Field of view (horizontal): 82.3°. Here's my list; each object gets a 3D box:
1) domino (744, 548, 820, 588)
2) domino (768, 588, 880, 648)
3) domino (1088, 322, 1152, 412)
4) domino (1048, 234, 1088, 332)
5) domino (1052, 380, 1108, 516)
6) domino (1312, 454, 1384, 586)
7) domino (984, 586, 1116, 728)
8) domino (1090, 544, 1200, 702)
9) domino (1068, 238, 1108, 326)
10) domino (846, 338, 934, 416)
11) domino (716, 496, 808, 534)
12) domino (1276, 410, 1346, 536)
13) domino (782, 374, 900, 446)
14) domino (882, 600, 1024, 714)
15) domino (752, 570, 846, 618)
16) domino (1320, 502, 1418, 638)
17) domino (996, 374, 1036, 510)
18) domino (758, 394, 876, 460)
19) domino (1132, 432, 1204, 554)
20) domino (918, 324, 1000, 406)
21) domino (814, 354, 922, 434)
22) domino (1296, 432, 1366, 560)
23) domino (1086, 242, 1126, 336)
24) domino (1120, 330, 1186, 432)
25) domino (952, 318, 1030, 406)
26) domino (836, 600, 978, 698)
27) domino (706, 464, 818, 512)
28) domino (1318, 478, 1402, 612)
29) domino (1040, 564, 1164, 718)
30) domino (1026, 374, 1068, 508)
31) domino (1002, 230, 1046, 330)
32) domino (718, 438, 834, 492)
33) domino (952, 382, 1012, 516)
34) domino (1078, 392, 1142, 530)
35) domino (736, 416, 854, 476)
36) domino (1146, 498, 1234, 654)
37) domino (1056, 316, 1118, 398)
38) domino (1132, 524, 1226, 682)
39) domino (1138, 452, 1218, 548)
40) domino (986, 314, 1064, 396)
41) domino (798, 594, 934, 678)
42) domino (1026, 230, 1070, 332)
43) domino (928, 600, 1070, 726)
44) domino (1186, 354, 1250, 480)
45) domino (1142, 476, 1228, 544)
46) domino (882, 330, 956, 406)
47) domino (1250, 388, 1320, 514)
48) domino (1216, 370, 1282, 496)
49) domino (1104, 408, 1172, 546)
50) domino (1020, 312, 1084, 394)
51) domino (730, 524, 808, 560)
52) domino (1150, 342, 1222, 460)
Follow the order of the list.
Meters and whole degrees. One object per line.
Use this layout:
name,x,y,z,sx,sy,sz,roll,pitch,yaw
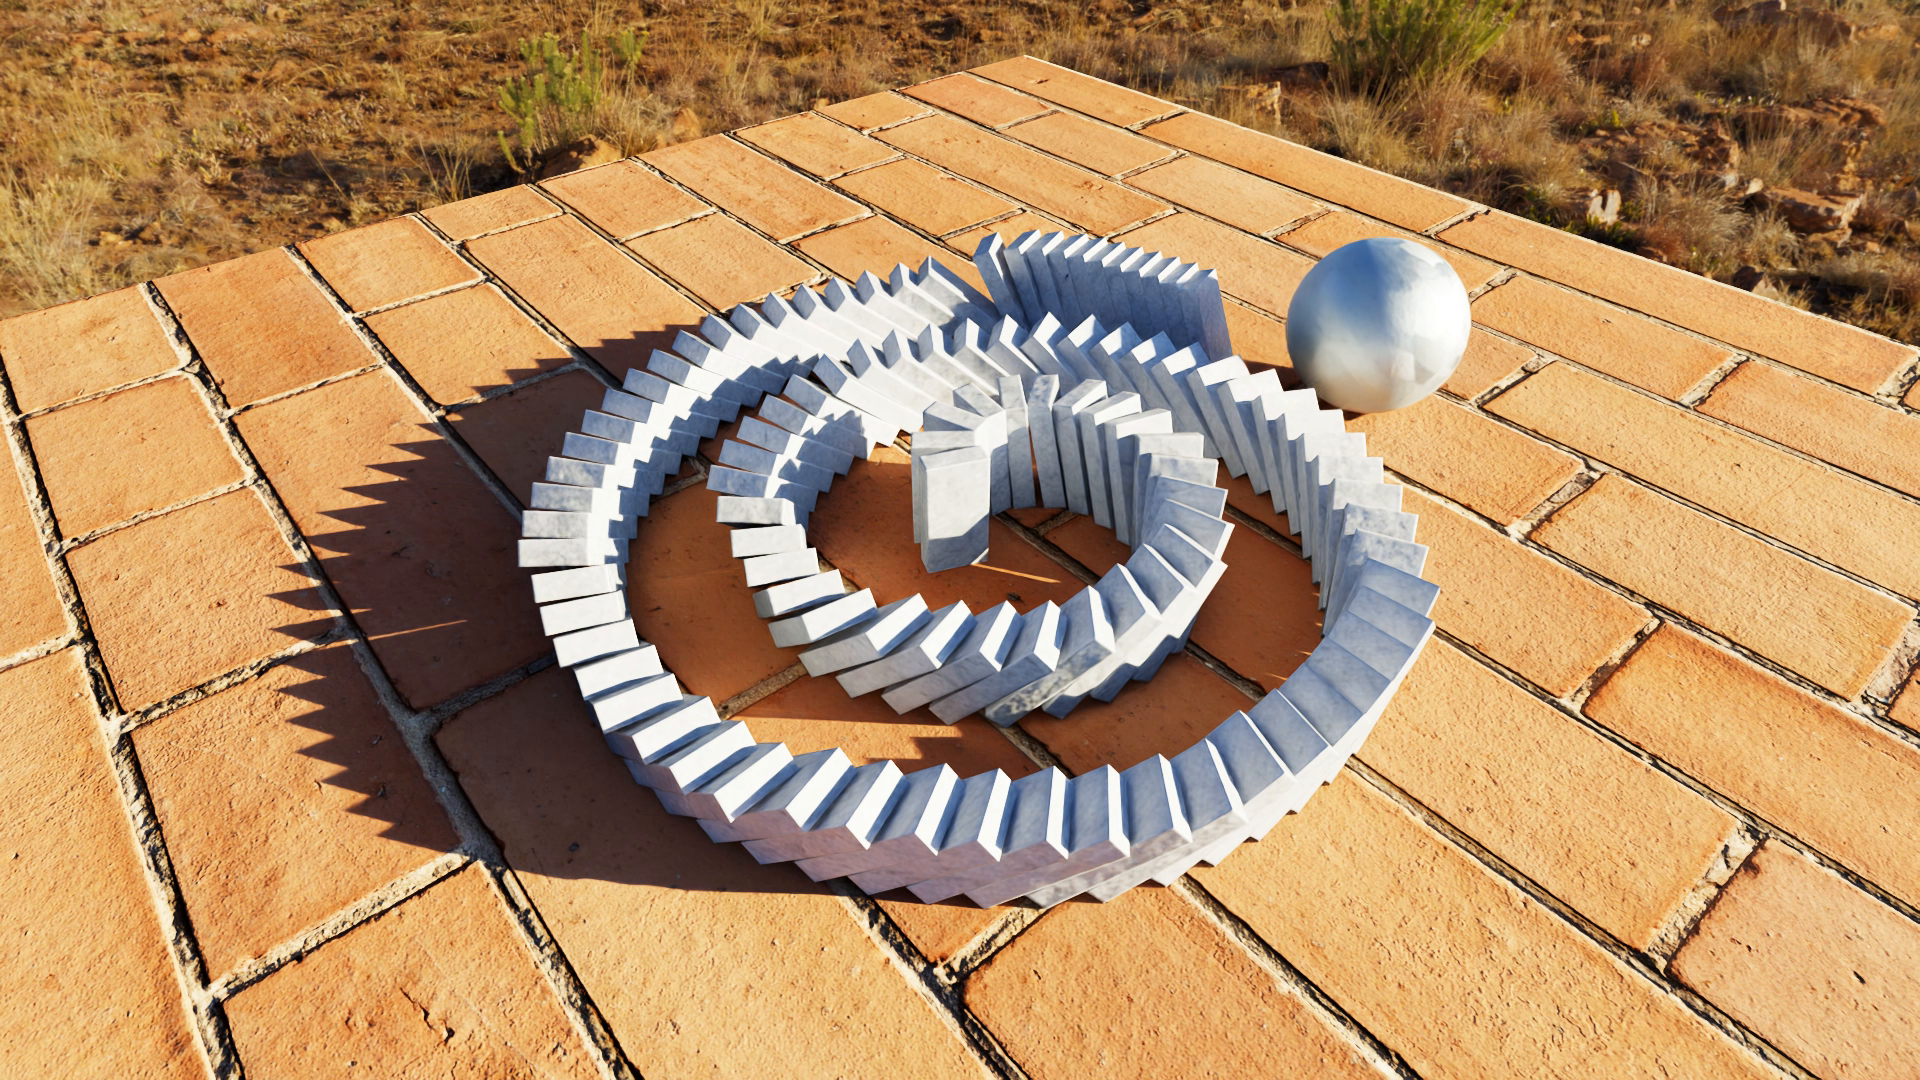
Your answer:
domino,-0.066,0.011,0.406,0.025,0.009,0.050,-9,-1,-11
domino,-0.049,0.028,0.385,0.025,0.009,0.050,-22,2,-23
domino,0.083,-0.074,0.510,0.025,0.009,0.050,-39,94,-39
domino,0.062,-0.130,0.570,0.010,0.050,0.025,3,34,38
domino,0.053,-0.038,0.458,0.009,0.050,0.025,14,39,37
domino,0.151,-0.007,0.429,0.025,0.010,0.050,3,79,3
domino,0.029,0.040,0.369,0.010,0.050,0.025,36,31,-26
domino,0.057,0.029,0.381,0.010,0.050,0.025,22,21,-42
domino,0.071,-0.127,0.566,0.010,0.050,0.025,3,34,37
domino,-0.028,-0.073,0.508,0.050,0.010,0.025,27,23,-36
domino,-0.076,-0.009,0.430,0.025,0.010,0.050,2,-3,3
domino,0.147,-0.028,0.454,0.025,0.010,0.050,-3,79,-5
domino,-0.052,-0.057,0.489,0.025,0.009,0.050,36,10,35
domino,-0.003,0.040,0.369,0.050,0.009,0.025,-30,19,41
domino,-0.059,0.020,0.395,0.025,0.009,0.050,-16,0,-17
domino,0.150,0.013,0.403,0.025,0.010,0.050,11,81,14
domino,0.024,-0.041,0.461,0.009,0.050,0.025,-8,39,1
domino,-0.061,-0.049,0.479,0.025,0.010,0.050,28,6,30
domino,0.081,-0.017,0.432,0.025,0.050,0.009,-1,14,-2
domino,0.003,-0.079,0.516,0.050,0.009,0.025,31,30,-28
domino,-0.041,-0.066,0.500,0.050,0.009,0.025,23,18,-45
domino,0.150,-0.018,0.441,0.025,0.009,0.050,0,79,-1
domino,0.080,-0.123,0.562,0.009,0.050,0.025,3,34,37
domino,0.097,-0.068,0.503,0.025,0.009,0.050,-34,90,-35
domino,0.019,-0.081,0.518,0.050,0.009,0.025,34,33,-23
domino,-0.019,0.037,0.373,0.050,0.009,0.025,-25,15,47
domino,-0.079,-0.020,0.444,0.025,0.009,0.050,11,-1,14
domino,0.151,0.003,0.416,0.025,0.010,0.050,7,79,9
domino,0.044,0.035,0.374,0.010,0.050,0.025,28,24,-35
domino,0.038,-0.041,0.461,0.009,0.050,0.025,-2,38,15
domino,0.040,-0.133,0.574,0.010,0.050,0.025,-3,33,35
domino,-0.075,-0.030,0.456,0.025,0.009,0.050,17,1,20
domino,0.009,-0.037,0.457,0.009,0.050,0.025,-25,45,-20
domino,0.064,-0.033,0.451,0.025,0.050,0.010,-26,28,-29
domino,-0.069,-0.040,0.468,0.025,0.010,0.050,22,3,25
domino,0.077,0.013,0.398,0.025,0.050,0.009,25,11,28
domino,0.069,-0.079,0.516,0.050,0.009,0.025,50,48,-6
domino,0.069,0.022,0.388,0.010,0.050,0.025,16,21,-47
domino,0.083,-0.007,0.421,0.025,0.050,0.009,7,11,8
domino,0.035,-0.081,0.519,0.050,0.009,0.025,38,36,-19
domino,-0.033,0.033,0.378,0.025,0.009,0.050,-36,8,-36
domino,0.051,-0.132,0.572,0.010,0.050,0.025,-1,34,34
domino,0.013,0.041,0.367,0.010,0.050,0.025,43,39,-17
domino,0.122,-0.055,0.487,0.025,0.009,0.050,-21,84,-24
domino,0.081,0.003,0.410,0.025,0.050,0.009,15,9,17
domino,-0.013,-0.076,0.513,0.050,0.009,0.025,29,27,-31
domino,0.142,-0.038,0.466,0.025,0.009,0.050,-8,80,-10
domino,0.132,-0.047,0.477,0.025,0.009,0.050,-16,83,-19
domino,0.074,-0.025,0.443,0.025,0.050,0.010,-16,20,-18
domino,0.052,-0.081,0.518,0.050,0.009,0.025,44,42,-12
domino,-0.072,0.001,0.418,0.025,0.010,0.050,-5,-2,-6
domino,0.109,-0.062,0.495,0.025,0.010,0.050,-29,87,-31
